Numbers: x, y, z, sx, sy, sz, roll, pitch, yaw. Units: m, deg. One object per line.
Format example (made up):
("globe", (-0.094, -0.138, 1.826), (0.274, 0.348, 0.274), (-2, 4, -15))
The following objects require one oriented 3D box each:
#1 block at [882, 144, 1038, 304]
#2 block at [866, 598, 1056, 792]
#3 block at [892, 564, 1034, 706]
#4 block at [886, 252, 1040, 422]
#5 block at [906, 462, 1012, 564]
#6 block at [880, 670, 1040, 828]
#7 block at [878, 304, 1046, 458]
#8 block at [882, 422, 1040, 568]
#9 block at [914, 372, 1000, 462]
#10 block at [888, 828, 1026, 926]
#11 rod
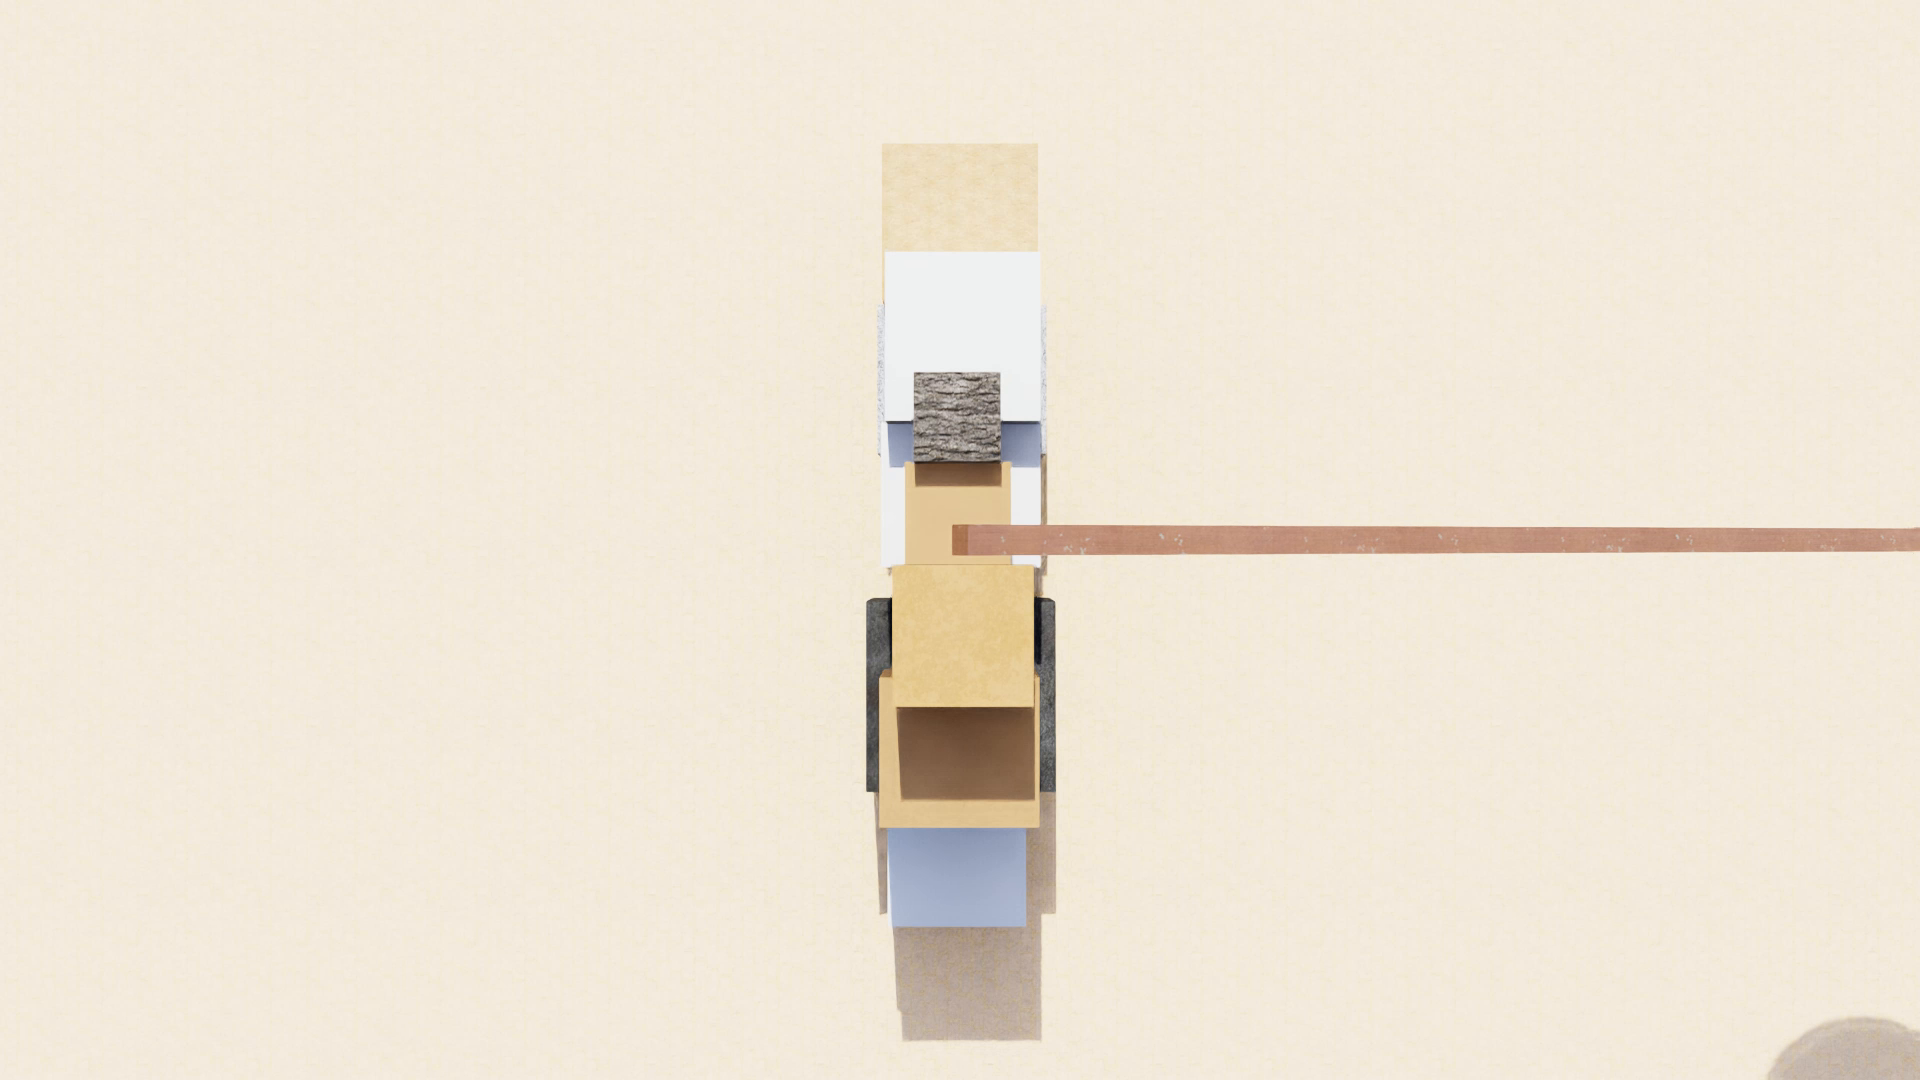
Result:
("block", (0.000, -1.742, 12.501), (0.852, 0.997, 0.845), (0, 90, 0))
("block", (0.005, 0.863, 12.541), (1.045, 0.917, 1.046), (0, 90, 0))
("block", (0.015, 0.477, 11.078), (0.693, 0.579, 0.694), (0, 89, 0))
("block", (0.014, -1.048, 11.609), (0.792, 0.801, 0.858), (0, 91, 0))
("block", (-0.010, -0.131, 11.170), (0.524, 0.616, 0.511), (0, 90, 0))
("block", (-0.003, 1.098, 11.722), (0.827, 0.720, 0.775), (0, 90, 0))
("block", (0.011, -0.895, 12.615), (0.943, 0.770, 0.828), (0, 90, 0))
("block", (0.004, -0.237, 11.854), (0.832, 0.751, 0.757), (0, 90, 0))
("block", (-0.014, -0.606, 10.971), (0.427, 0.491, 0.436), (0, 91, 0))
("block", (-0.017, 1.780, 12.653), (0.774, 0.694, 0.768), (0, 90, 0))
("rod", (2.234, 0.000, 6.957), (5.200, 0.080, 0.080), (0, 90, -31))
